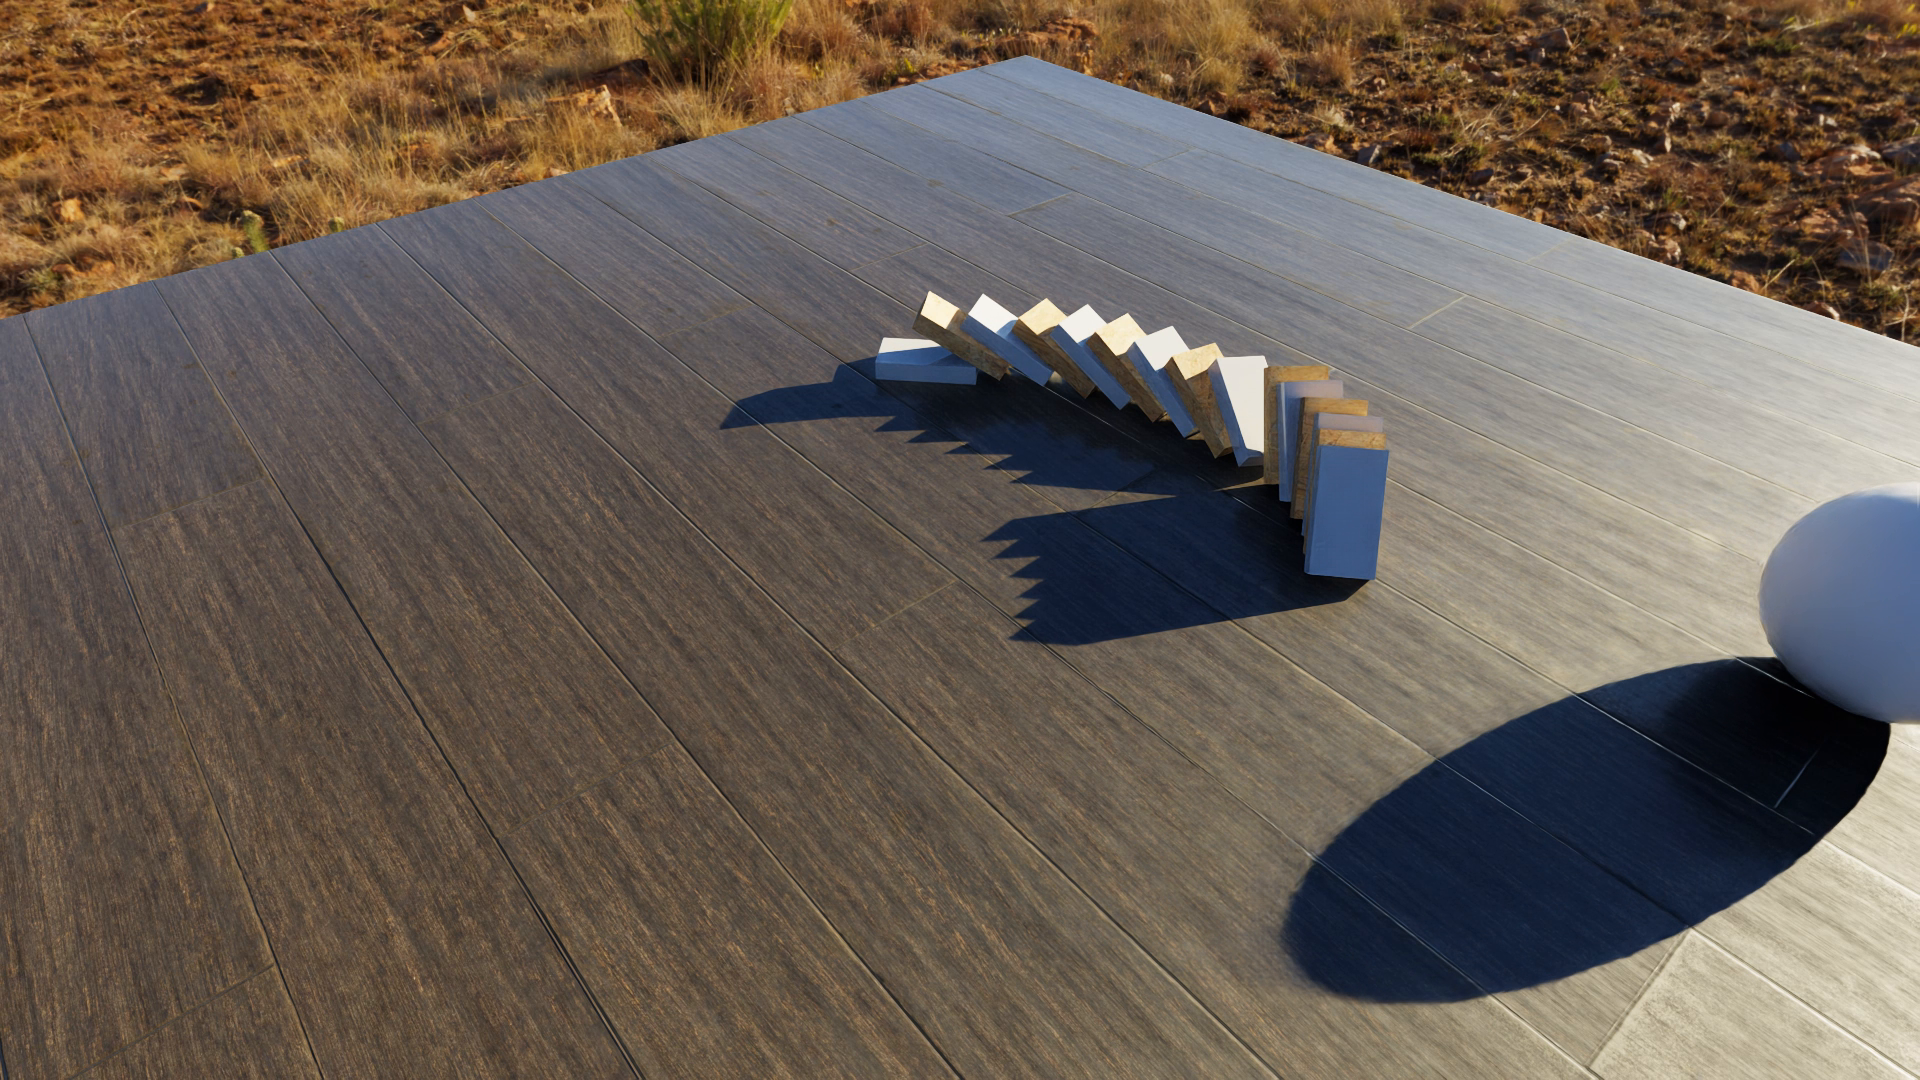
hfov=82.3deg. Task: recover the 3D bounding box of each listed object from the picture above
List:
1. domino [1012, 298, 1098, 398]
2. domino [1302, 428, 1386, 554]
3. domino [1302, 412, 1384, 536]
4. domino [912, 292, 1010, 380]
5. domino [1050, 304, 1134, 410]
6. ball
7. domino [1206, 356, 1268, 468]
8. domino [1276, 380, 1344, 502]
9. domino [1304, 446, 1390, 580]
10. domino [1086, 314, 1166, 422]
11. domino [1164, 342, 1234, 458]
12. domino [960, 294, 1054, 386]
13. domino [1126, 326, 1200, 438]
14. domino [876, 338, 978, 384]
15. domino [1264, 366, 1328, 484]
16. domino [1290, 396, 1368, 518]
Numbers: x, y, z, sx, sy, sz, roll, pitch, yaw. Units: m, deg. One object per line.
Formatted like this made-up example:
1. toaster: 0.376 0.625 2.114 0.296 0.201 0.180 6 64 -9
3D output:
1. domino: 0.052 -0.095 0.542 0.050 0.010 0.025 44 51 6
2. domino: 0.152 -0.018 0.436 0.025 0.050 0.010 5 4 6
3. domino: 0.155 -0.025 0.445 0.025 0.050 0.009 5 4 6
4. domino: 0.002 -0.101 0.544 0.050 0.010 0.025 29 37 -12
5. domino: 0.070 -0.089 0.533 0.050 0.009 0.025 48 53 5
6. ball: 0.312 0.021 0.362 0.080 0.080 0.080 0 39 0
7. domino: 0.131 -0.058 0.494 0.025 0.009 0.050 -6 69 -18
8. domino: 0.149 -0.042 0.466 0.025 0.050 0.009 -3 5 -4
9. domino: 0.150 -0.011 0.428 0.025 0.050 0.010 5 4 6
10. domino: 0.086 -0.082 0.525 0.025 0.009 0.050 -33 80 -34
11. domino: 0.117 -0.064 0.503 0.025 0.009 0.050 -19 73 -22
12. domino: 0.026 -0.099 0.545 0.050 0.010 0.025 34 39 -5
13. domino: 0.102 -0.074 0.515 0.025 0.010 0.050 -25 76 -29
14. domino: -0.016 -0.090 0.553 0.050 0.009 0.025 4 39 5
15. domino: 0.145 -0.050 0.474 0.025 0.050 0.009 -2 4 -4
16. domino: 0.152 -0.033 0.455 0.025 0.050 0.010 4 4 5
